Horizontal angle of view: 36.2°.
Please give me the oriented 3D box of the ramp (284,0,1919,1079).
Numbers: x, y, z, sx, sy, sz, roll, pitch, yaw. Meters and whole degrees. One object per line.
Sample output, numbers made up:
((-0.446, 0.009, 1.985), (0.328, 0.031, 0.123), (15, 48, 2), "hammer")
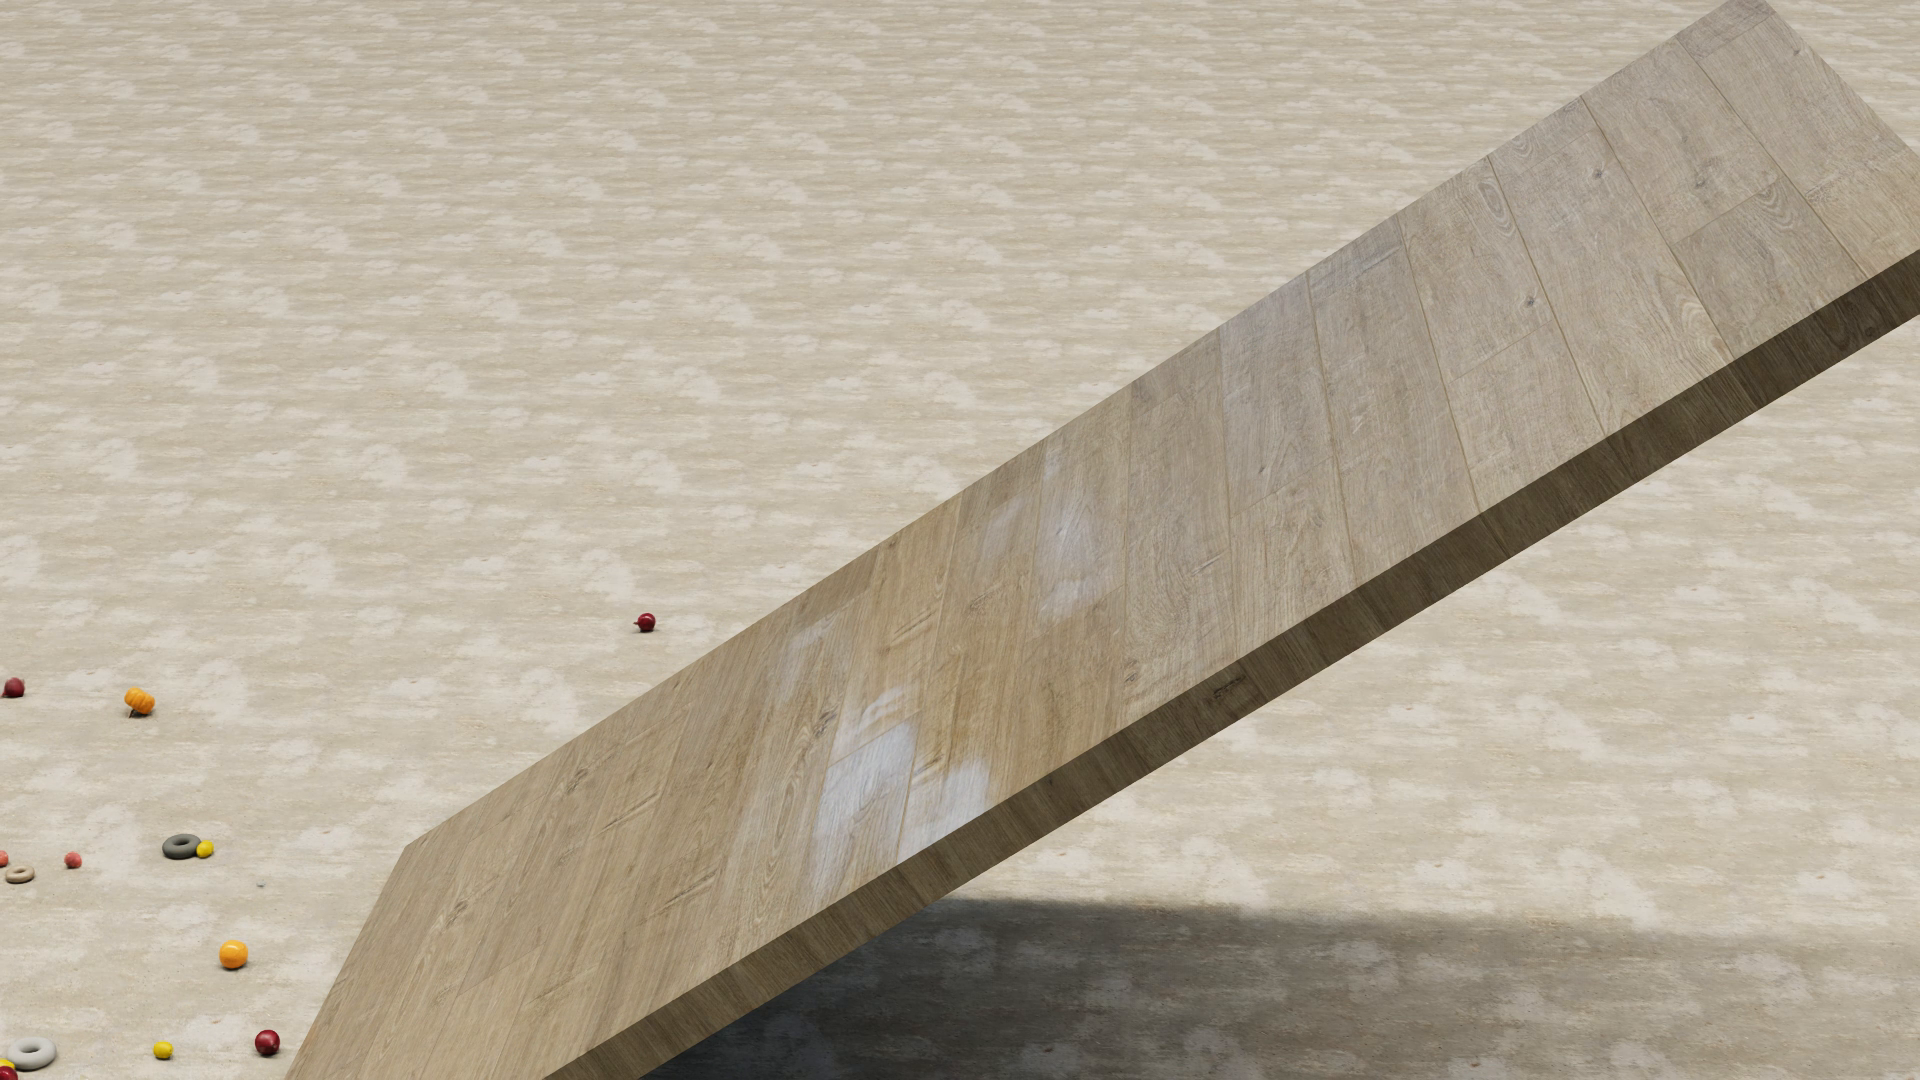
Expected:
((0.135, 0.174, 6.306), (4.000, 0.100, 2.000), (-32, 16, 15), "ramp")

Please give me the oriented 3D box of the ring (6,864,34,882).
((-2.475, 0.879, 7.745), (0.076, 0.025, 0.076), (-1, 21, 1), "ring")

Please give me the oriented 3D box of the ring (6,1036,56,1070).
((-2.178, 1.203, 6.898), (0.114, 0.038, 0.114), (1, 21, 0), "ring")

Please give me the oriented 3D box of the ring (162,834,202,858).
((-2.085, 0.820, 7.882), (0.104, 0.035, 0.104), (-1, 22, 0), "ring")
